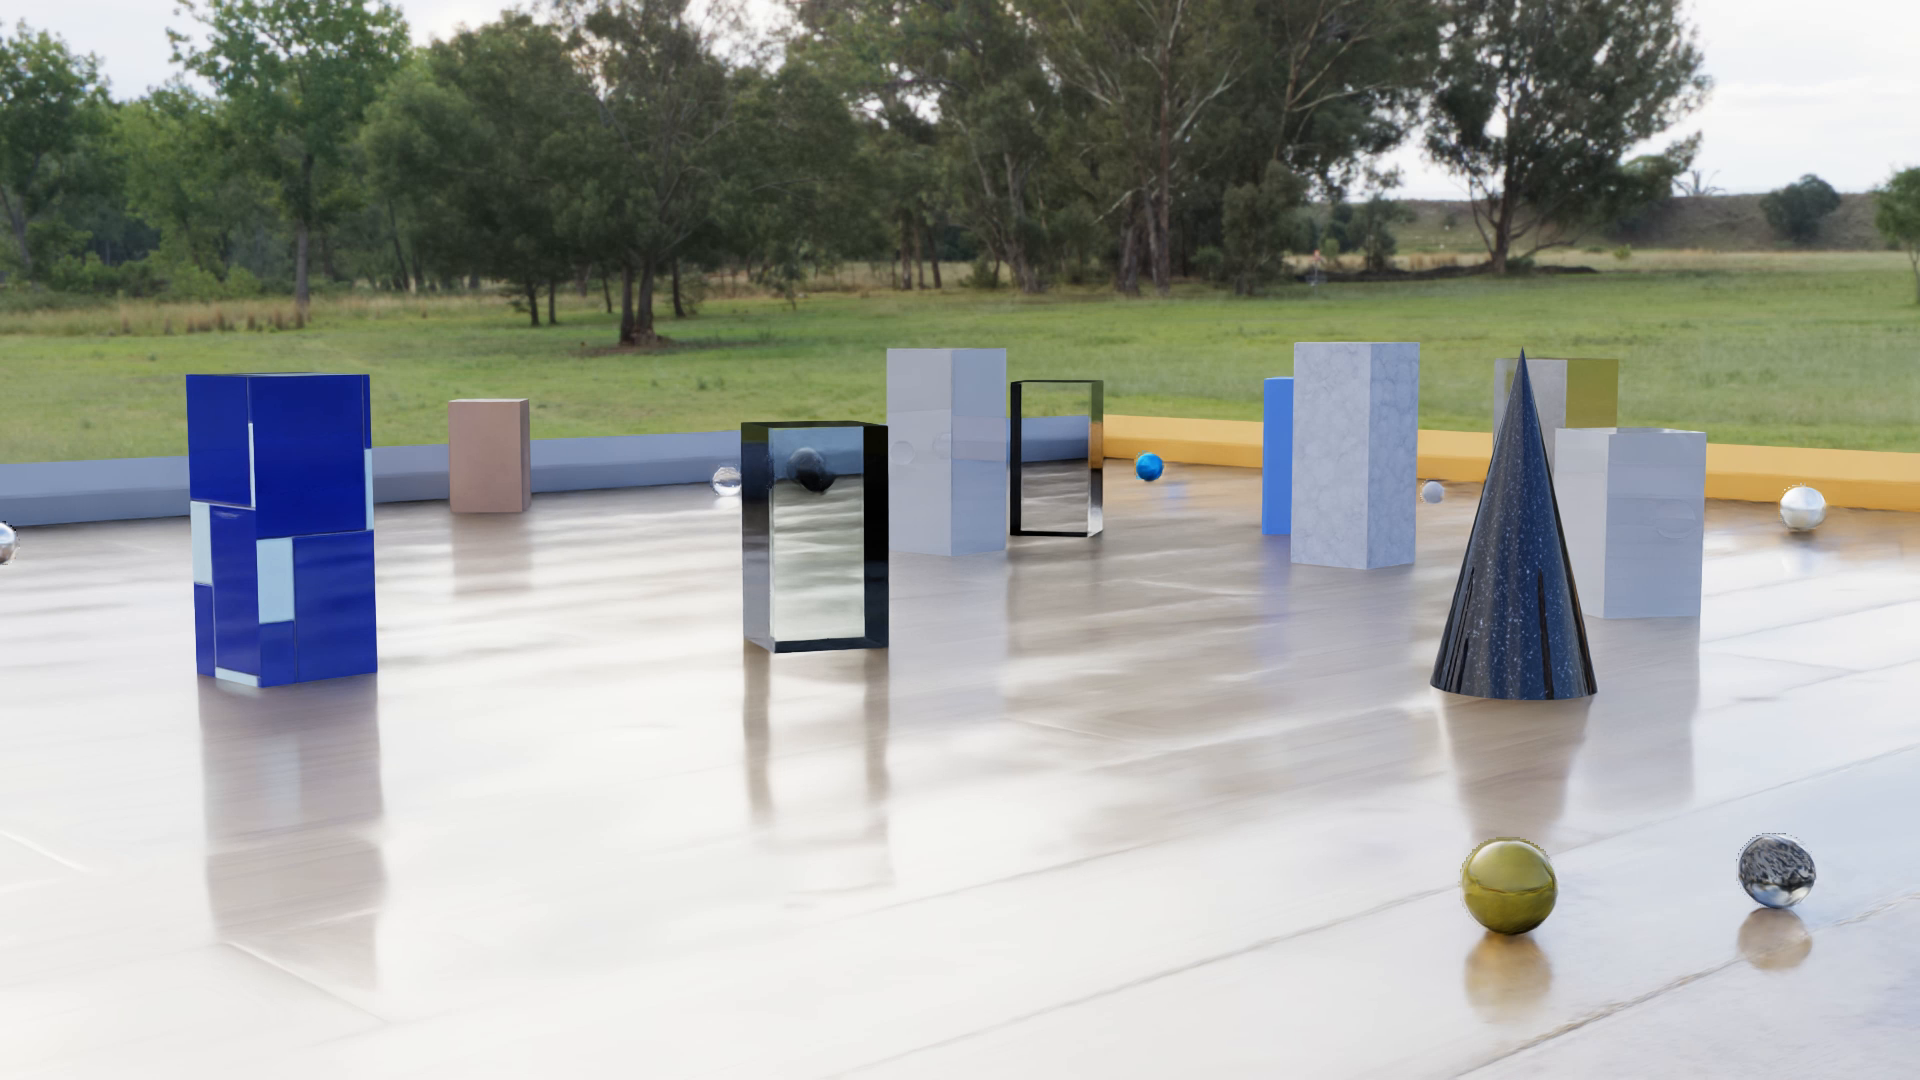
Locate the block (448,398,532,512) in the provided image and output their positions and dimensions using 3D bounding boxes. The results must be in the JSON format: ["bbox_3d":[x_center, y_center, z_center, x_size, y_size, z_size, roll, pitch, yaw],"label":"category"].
[{"bbox_3d":[-1.051,-0.191,4.922,0.157,0.244,0.157,0,6,-4],"label":"block"}]

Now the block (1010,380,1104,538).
[{"bbox_3d":[0.194,-0.166,4.395,0.157,0.303,0.157,2,6,14],"label":"block"}]

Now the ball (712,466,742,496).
[{"bbox_3d":[-0.557,-0.140,5.268,0.071,0.071,0.071,0,6,0],"label":"ball"}]

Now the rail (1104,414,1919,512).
[{"bbox_3d":[1.892,-0.149,5.069,0.045,0.127,4.433,-5,8,-42],"label":"rail"}]

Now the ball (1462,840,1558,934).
[{"bbox_3d":[0.393,0.248,1.573,0.067,0.067,0.067,0,6,0],"label":"ball"}]

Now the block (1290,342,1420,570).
[{"bbox_3d":[0.696,-0.153,3.873,0.157,0.388,0.157,6,8,43],"label":"block"}]

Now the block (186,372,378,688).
[{"bbox_3d":[-0.829,-0.019,2.690,0.157,0.366,0.157,6,8,43],"label":"block"}]

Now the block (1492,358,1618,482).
[{"bbox_3d":[1.088,-0.154,4.029,0.157,0.356,0.157,-5,8,-39],"label":"block"}]

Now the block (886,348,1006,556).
[{"bbox_3d":[-0.025,-0.168,4.077,0.157,0.374,0.157,5,8,40],"label":"block"}]

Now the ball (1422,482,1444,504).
[{"bbox_3d":[1.085,-0.107,5.042,0.053,0.053,0.053,0,6,0],"label":"ball"}]

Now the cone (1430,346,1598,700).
[{"bbox_3d":[0.658,-0.028,2.593,0.196,0.403,0.196,0,6,0],"label":"cone"}]

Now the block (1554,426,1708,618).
[{"bbox_3d":[0.989,-0.029,3.260,0.157,0.267,0.157,-1,6,-13],"label":"block"}]

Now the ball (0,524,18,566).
[{"bbox_3d":[-1.682,0.008,3.826,0.077,0.077,0.077,0,6,0],"label":"ball"}]

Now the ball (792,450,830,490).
[{"bbox_3d":[-0.370,-0.174,5.463,0.098,0.098,0.098,0,6,0],"label":"ball"}]

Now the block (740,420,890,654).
[{"bbox_3d":[-0.195,-0.009,2.942,0.157,0.293,0.157,-2,6,-21],"label":"block"}]

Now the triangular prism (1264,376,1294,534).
[{"bbox_3d":[0.671,-0.174,4.446,0.169,0.308,0.147,-1,6,-12],"label":"triangular prism"}]

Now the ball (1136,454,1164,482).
[{"bbox_3d":[0.494,-0.190,5.735,0.072,0.072,0.072,0,6,0],"label":"ball"}]

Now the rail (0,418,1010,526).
[{"bbox_3d":[-1.487,-0.135,4.935,5.197,0.127,0.045,-5,8,-42],"label":"rail"}]

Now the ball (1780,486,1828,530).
[{"bbox_3d":[1.703,-0.063,4.441,0.090,0.090,0.090,0,6,0],"label":"ball"}]

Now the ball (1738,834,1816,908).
[{"bbox_3d":[0.610,0.248,1.642,0.054,0.054,0.054,0,6,0],"label":"ball"}]
